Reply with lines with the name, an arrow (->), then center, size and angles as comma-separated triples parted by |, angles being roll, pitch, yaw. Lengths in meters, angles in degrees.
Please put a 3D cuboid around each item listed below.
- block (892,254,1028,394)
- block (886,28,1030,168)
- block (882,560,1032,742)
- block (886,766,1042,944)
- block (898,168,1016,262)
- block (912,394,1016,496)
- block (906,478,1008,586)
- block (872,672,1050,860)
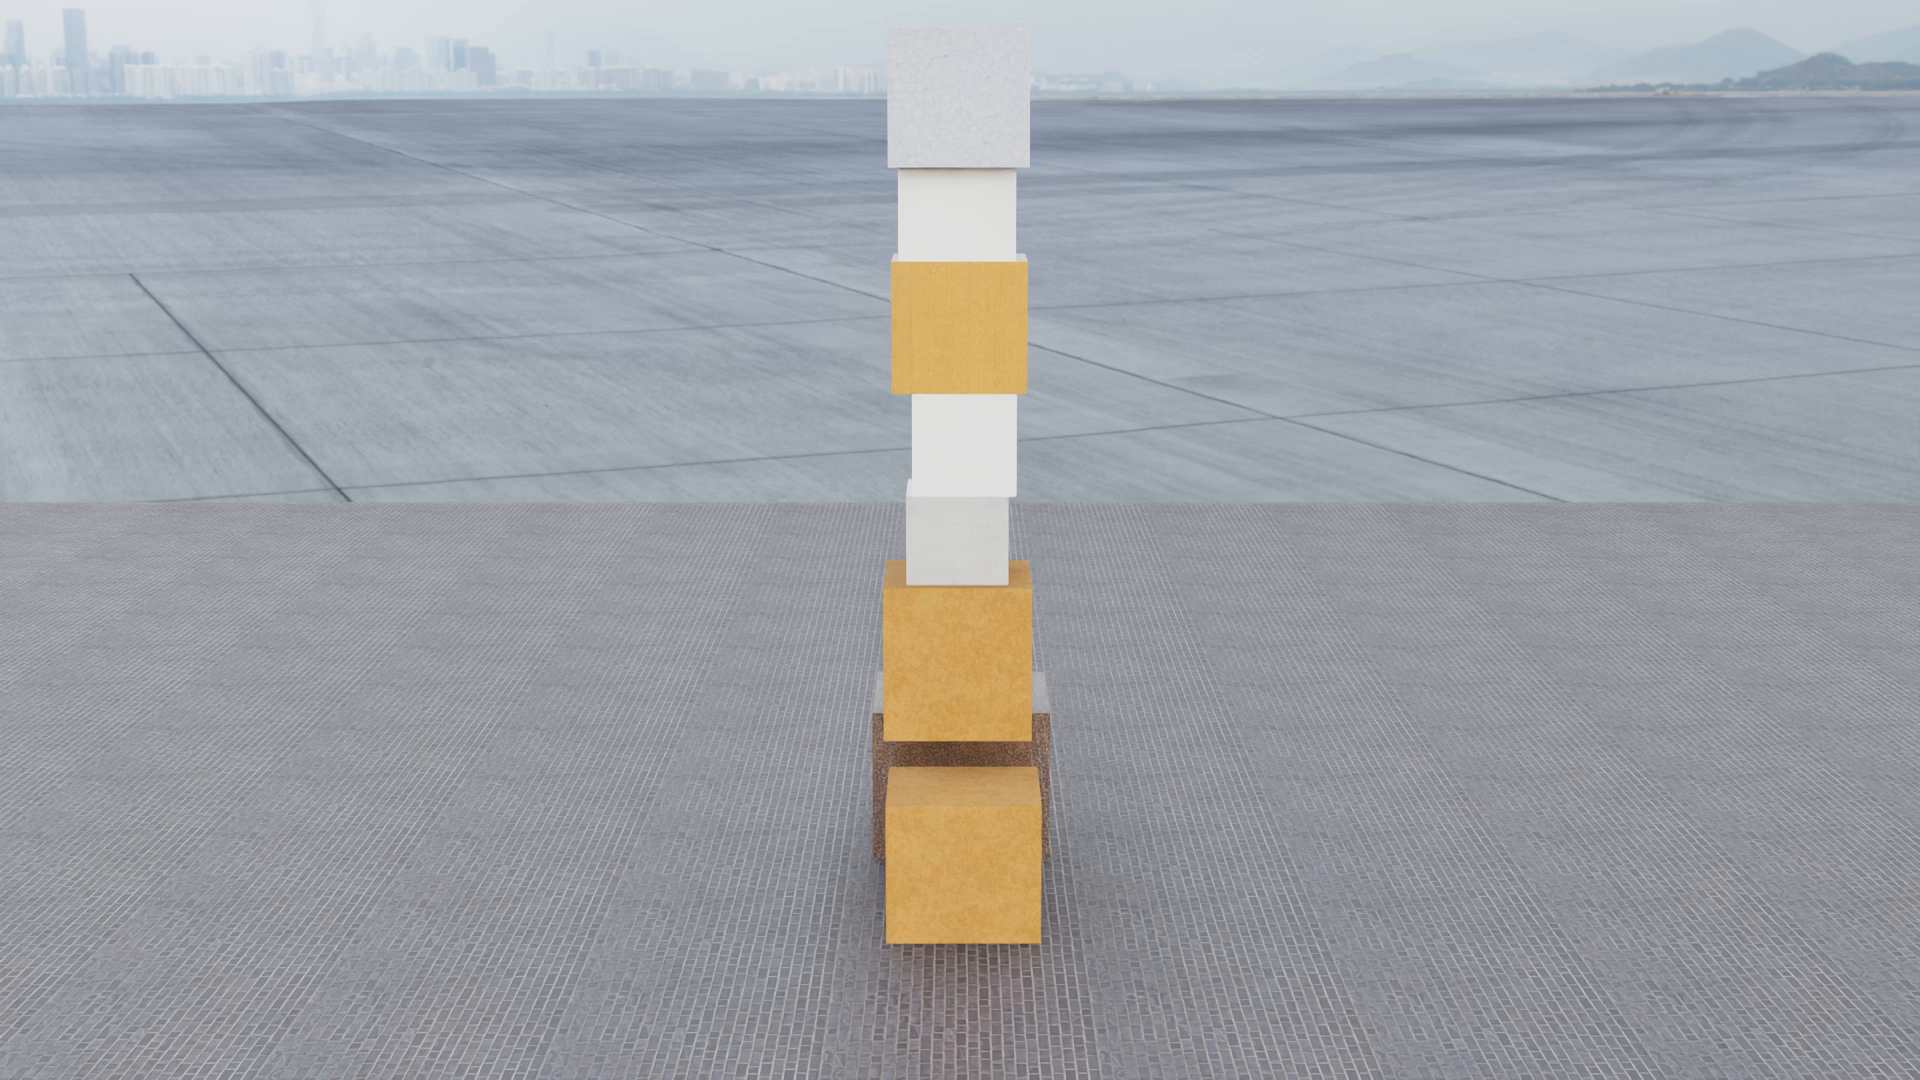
block -> -0.002, -0.933, 11.001 | 0.571, 0.556, 0.477 | 0, 11, 0
block -> -0.005, -1.871, 10.826 | 0.586, 0.569, 0.585 | 0, 11, 0
block -> -0.010, 0.477, 11.265 | 0.635, 0.668, 0.629 | 0, 11, 0
block -> 0.014, 1.310, 10.735 | 0.633, 0.582, 0.602 | 0, 10, 0
block -> -0.012, -1.399, 10.914 | 0.493, 0.392, 0.412 | 0, 11, 0
block -> 0.018, -0.443, 11.093 | 0.442, 0.440, 0.468 | 0, 11, 0
block -> -0.011, -0.039, 11.169 | 0.436, 0.383, 0.474 | 0, 11, 0
block -> 0.006, 1.038, 11.948 | 0.796, 0.682, 0.808 | 0, 10, 0
